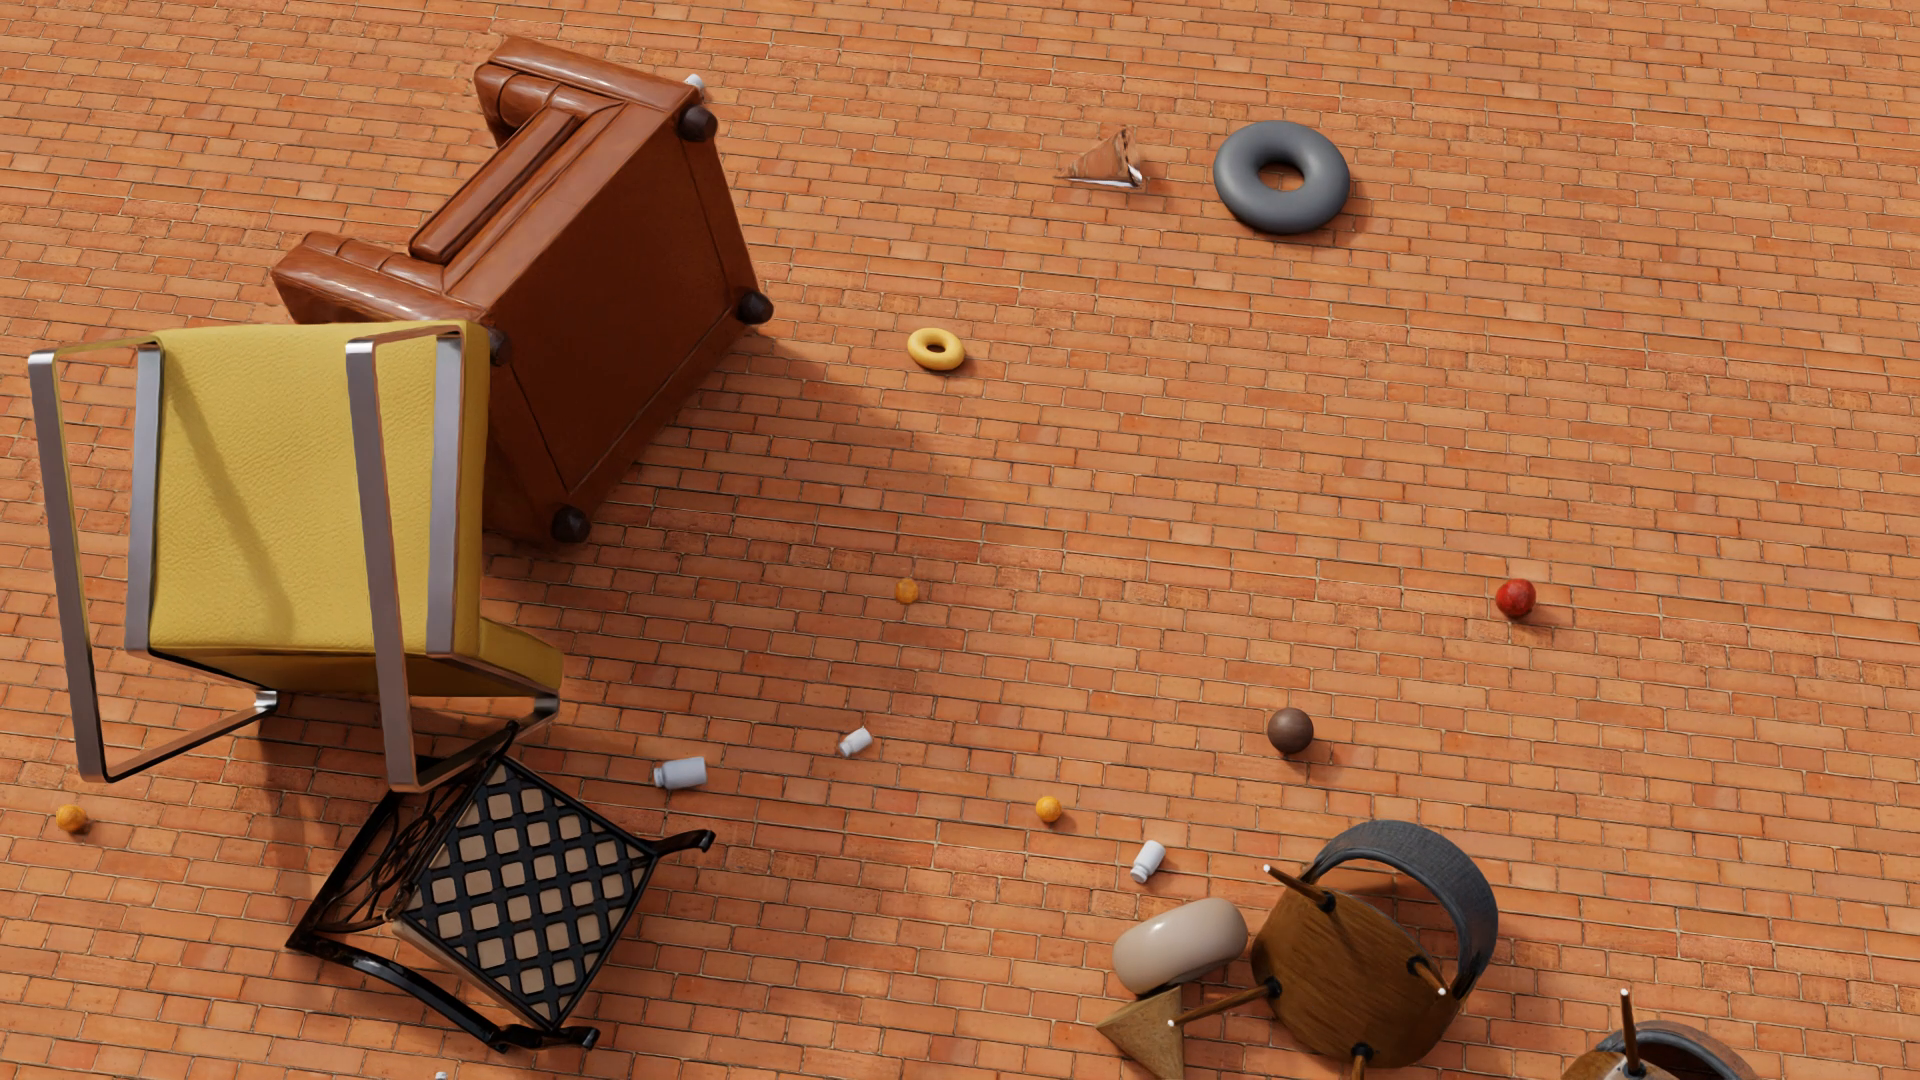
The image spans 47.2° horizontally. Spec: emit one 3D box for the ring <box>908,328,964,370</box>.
[{"bbox_3d":[-0.075,-0.603,6.943,0.192,0.060,0.147,23,58,16],"label":"ring"}]

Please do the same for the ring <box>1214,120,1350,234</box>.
[{"bbox_3d":[1.070,-1.211,7.323,0.452,0.108,0.483,-16,58,-10],"label":"ring"}]

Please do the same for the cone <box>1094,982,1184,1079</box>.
[{"bbox_3d":[0.516,1.311,5.630,0.256,0.234,0.263,-24,84,-21],"label":"cone"}]

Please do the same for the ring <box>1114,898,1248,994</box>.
[{"bbox_3d":[0.572,1.057,5.724,0.364,0.245,0.164,-23,69,2],"label":"ring"}]

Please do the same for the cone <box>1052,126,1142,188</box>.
[{"bbox_3d":[0.440,-1.245,7.352,0.286,0.199,0.235,-11,39,16],"label":"cone"}]
